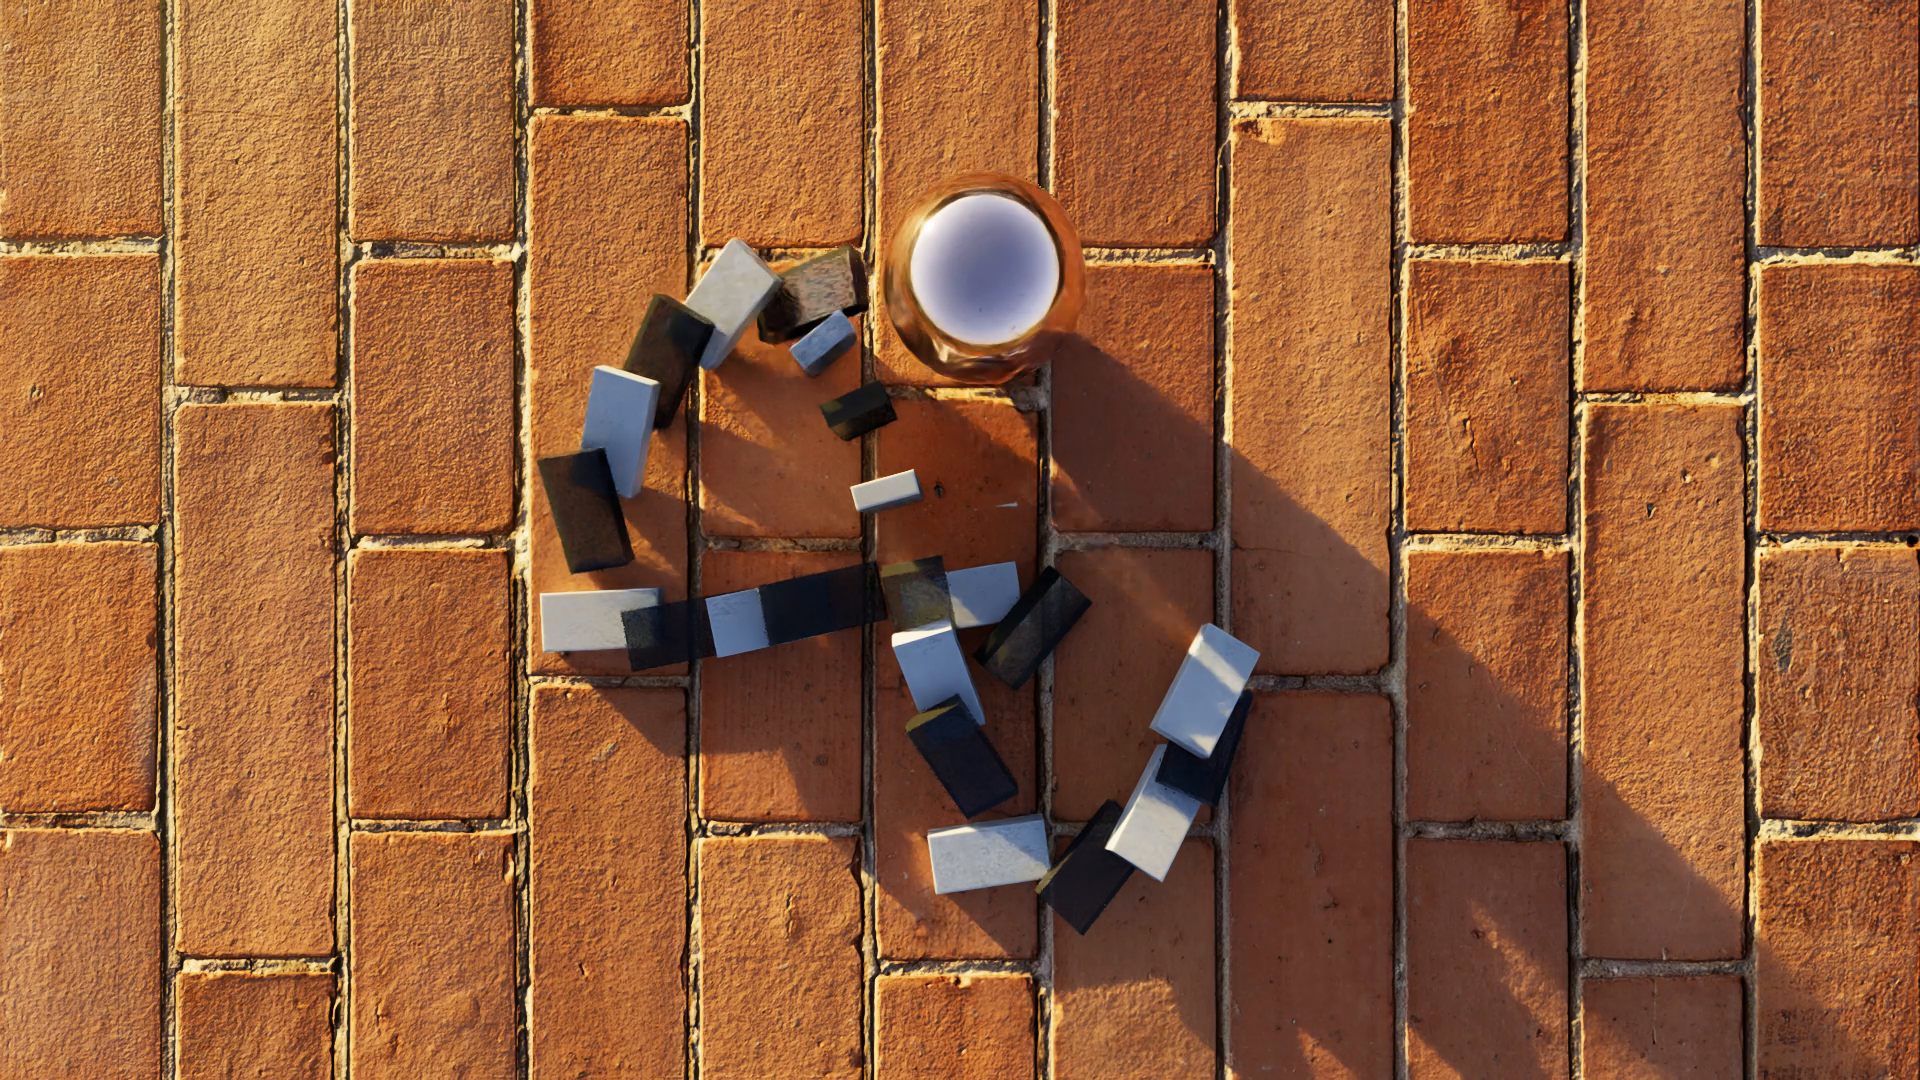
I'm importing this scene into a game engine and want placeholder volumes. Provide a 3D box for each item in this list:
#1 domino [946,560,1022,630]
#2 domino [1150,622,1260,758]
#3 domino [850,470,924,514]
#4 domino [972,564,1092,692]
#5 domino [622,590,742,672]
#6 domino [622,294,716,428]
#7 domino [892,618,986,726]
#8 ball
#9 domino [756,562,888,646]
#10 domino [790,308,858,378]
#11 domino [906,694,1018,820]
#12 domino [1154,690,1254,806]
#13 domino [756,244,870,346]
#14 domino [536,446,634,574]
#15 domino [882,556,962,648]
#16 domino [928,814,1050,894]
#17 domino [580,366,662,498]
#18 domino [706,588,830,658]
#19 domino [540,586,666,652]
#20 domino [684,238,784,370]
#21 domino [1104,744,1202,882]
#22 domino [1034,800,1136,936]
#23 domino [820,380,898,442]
[{"bbox_3d":[0.001,0.025,0.395,0.050,0.010,0.025,-9,90,0],"label":"domino"},{"bbox_3d":[0.103,0.063,0.384,0.025,0.010,0.050,31,74,2],"label":"domino"},{"bbox_3d":[-0.029,-0.019,0.375,0.025,0.050,0.010,-16,90,0],"label":"domino"},{"bbox_3d":[0.031,0.038,0.389,0.050,0.009,0.025,-50,128,0],"label":"domino"},{"bbox_3d":[-0.115,0.038,0.389,0.050,0.010,0.025,-10,90,-15],"label":"domino"},{"bbox_3d":[-0.126,-0.075,0.388,0.025,0.010,0.050,31,108,0],"label":"domino"},{"bbox_3d":[-0.008,0.059,0.384,0.025,0.009,0.050,-17,116,4],"label":"domino"},{"bbox_3d":[0.010,-0.101,0.360,0.080,0.080,0.080,0,90,0],"label":"ball"},{"bbox_3d":[-0.058,0.026,0.385,0.050,0.010,0.025,-12,90,-16],"label":"domino"},{"bbox_3d":[-0.055,-0.080,0.375,0.025,0.050,0.009,-39,98,0],"label":"domino"},{"bbox_3d":[0.001,0.092,0.386,0.025,0.010,0.050,-30,107,9],"label":"domino"},{"bbox_3d":[0.104,0.084,0.389,0.025,0.010,0.050,24,74,0],"label":"domino"},{"bbox_3d":[-0.063,-0.102,0.383,0.050,0.010,0.025,-13,83,26],"label":"domino"},{"bbox_3d":[-0.158,-0.012,0.388,0.025,0.010,0.050,-9,105,3],"label":"domino"},{"bbox_3d":[-0.015,0.032,0.381,0.025,0.009,0.050,-11,116,1],"label":"domino"},{"bbox_3d":[0.013,0.135,0.395,0.050,0.010,0.025,-8,90,0],"label":"domino"},{"bbox_3d":[-0.145,-0.046,0.388,0.025,0.010,0.050,17,107,0],"label":"domino"},{"bbox_3d":[-0.080,0.032,0.389,0.050,0.010,0.025,-12,90,-16],"label":"domino"},{"bbox_3d":[-0.153,0.034,0.395,0.050,0.010,0.025,-3,90,0],"label":"domino"},{"bbox_3d":[-0.100,-0.099,0.387,0.025,0.009,0.050,44,109,1],"label":"domino"},{"bbox_3d":[0.085,0.115,0.388,0.025,0.009,0.050,32,74,0],"label":"domino"},{"bbox_3d":[0.058,0.138,0.389,0.025,0.010,0.050,44,76,0],"label":"domino"},{"bbox_3d":[-0.040,-0.052,0.375,0.025,0.050,0.010,-24,90,0],"label":"domino"}]
